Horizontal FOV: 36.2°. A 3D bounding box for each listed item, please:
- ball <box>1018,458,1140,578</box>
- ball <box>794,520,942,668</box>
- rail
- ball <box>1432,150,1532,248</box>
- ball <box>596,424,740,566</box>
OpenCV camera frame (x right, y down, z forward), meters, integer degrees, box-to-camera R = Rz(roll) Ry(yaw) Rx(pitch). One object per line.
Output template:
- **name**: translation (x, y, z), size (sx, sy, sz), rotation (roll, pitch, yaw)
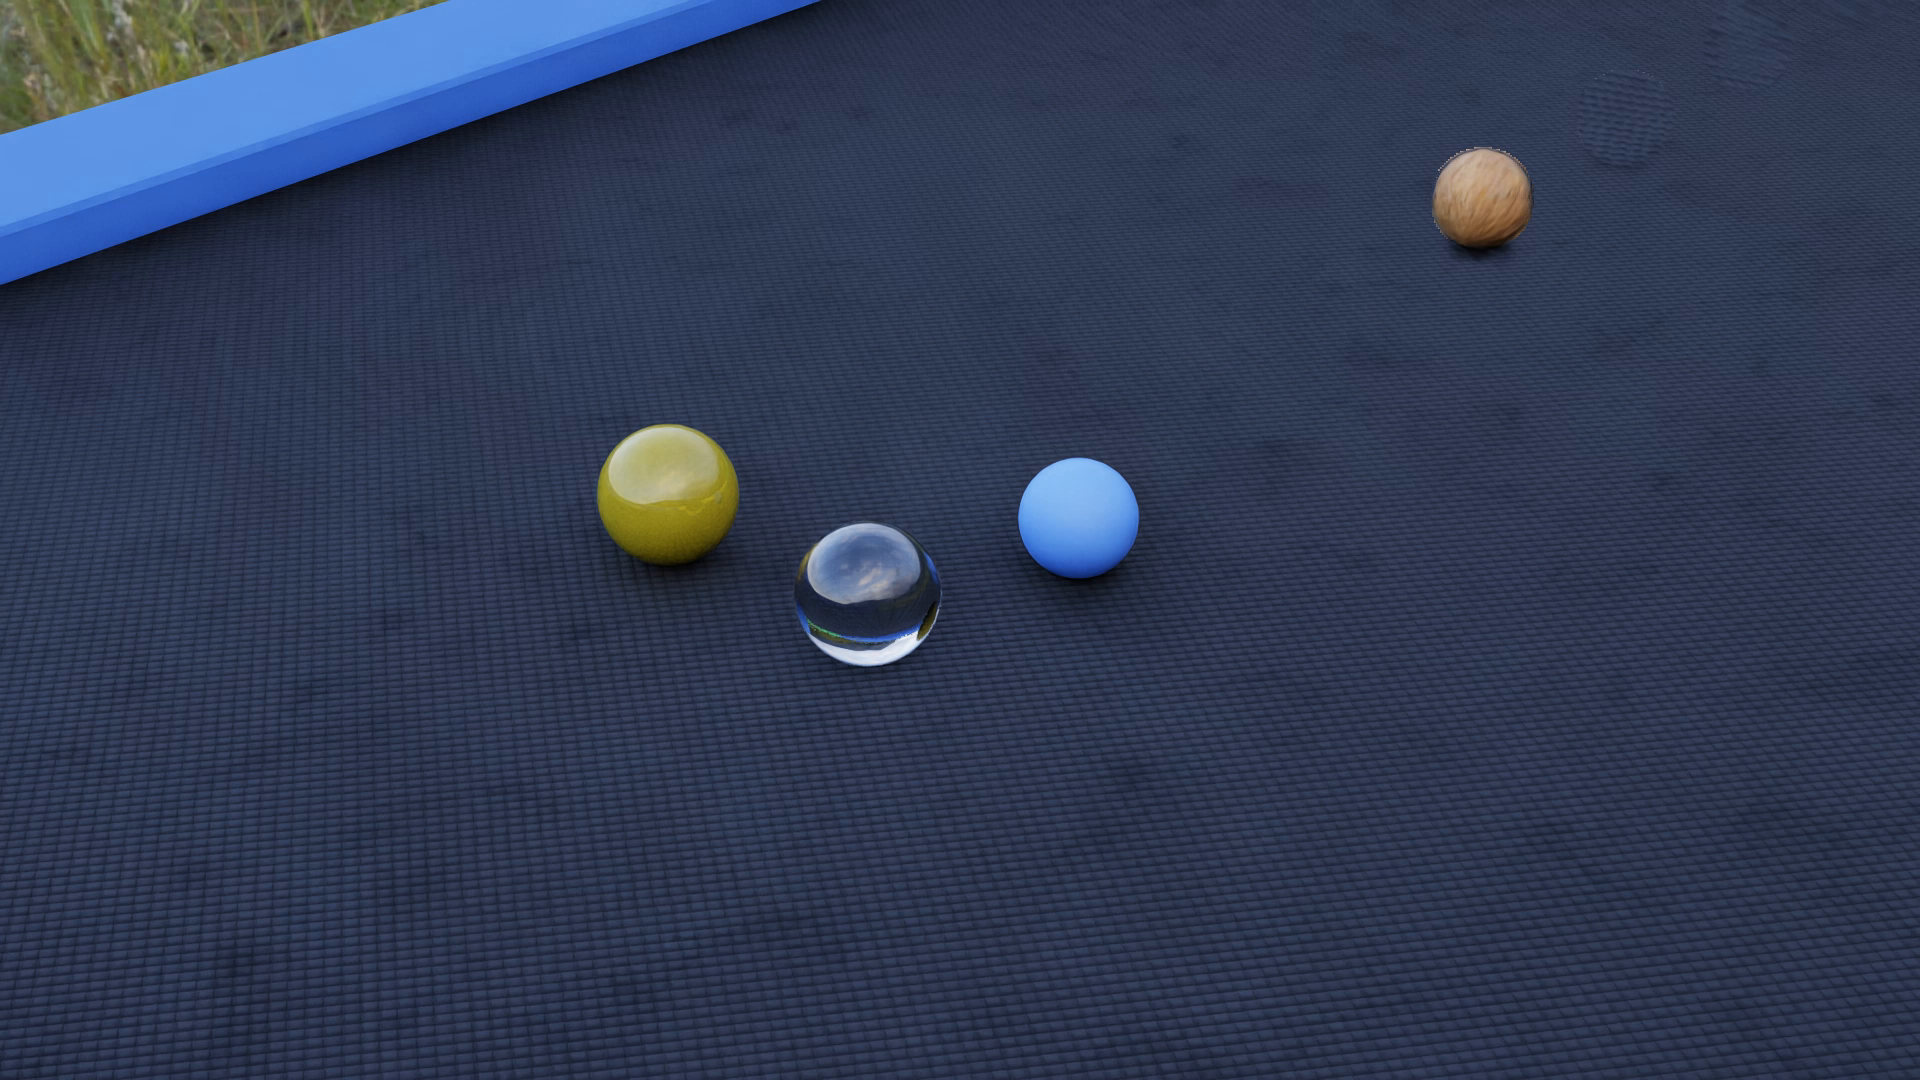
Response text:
- **ball**: translation (0.076, -0.014, 1.876), size (0.077, 0.077, 0.077), rotation (0, 25, 0)
- **ball**: translation (-0.055, 0.032, 1.763), size (0.089, 0.089, 0.089), rotation (0, 25, 0)
- **rail**: translation (-0.289, -0.548, 2.988), size (0.045, 0.119, 3.574), rotation (16, 29, 31)
- **ball**: translation (0.437, -0.285, 2.461), size (0.082, 0.082, 0.082), rotation (0, 25, 0)
- **ball**: translation (-0.188, -0.029, 1.892), size (0.092, 0.092, 0.092), rotation (0, 25, 0)
